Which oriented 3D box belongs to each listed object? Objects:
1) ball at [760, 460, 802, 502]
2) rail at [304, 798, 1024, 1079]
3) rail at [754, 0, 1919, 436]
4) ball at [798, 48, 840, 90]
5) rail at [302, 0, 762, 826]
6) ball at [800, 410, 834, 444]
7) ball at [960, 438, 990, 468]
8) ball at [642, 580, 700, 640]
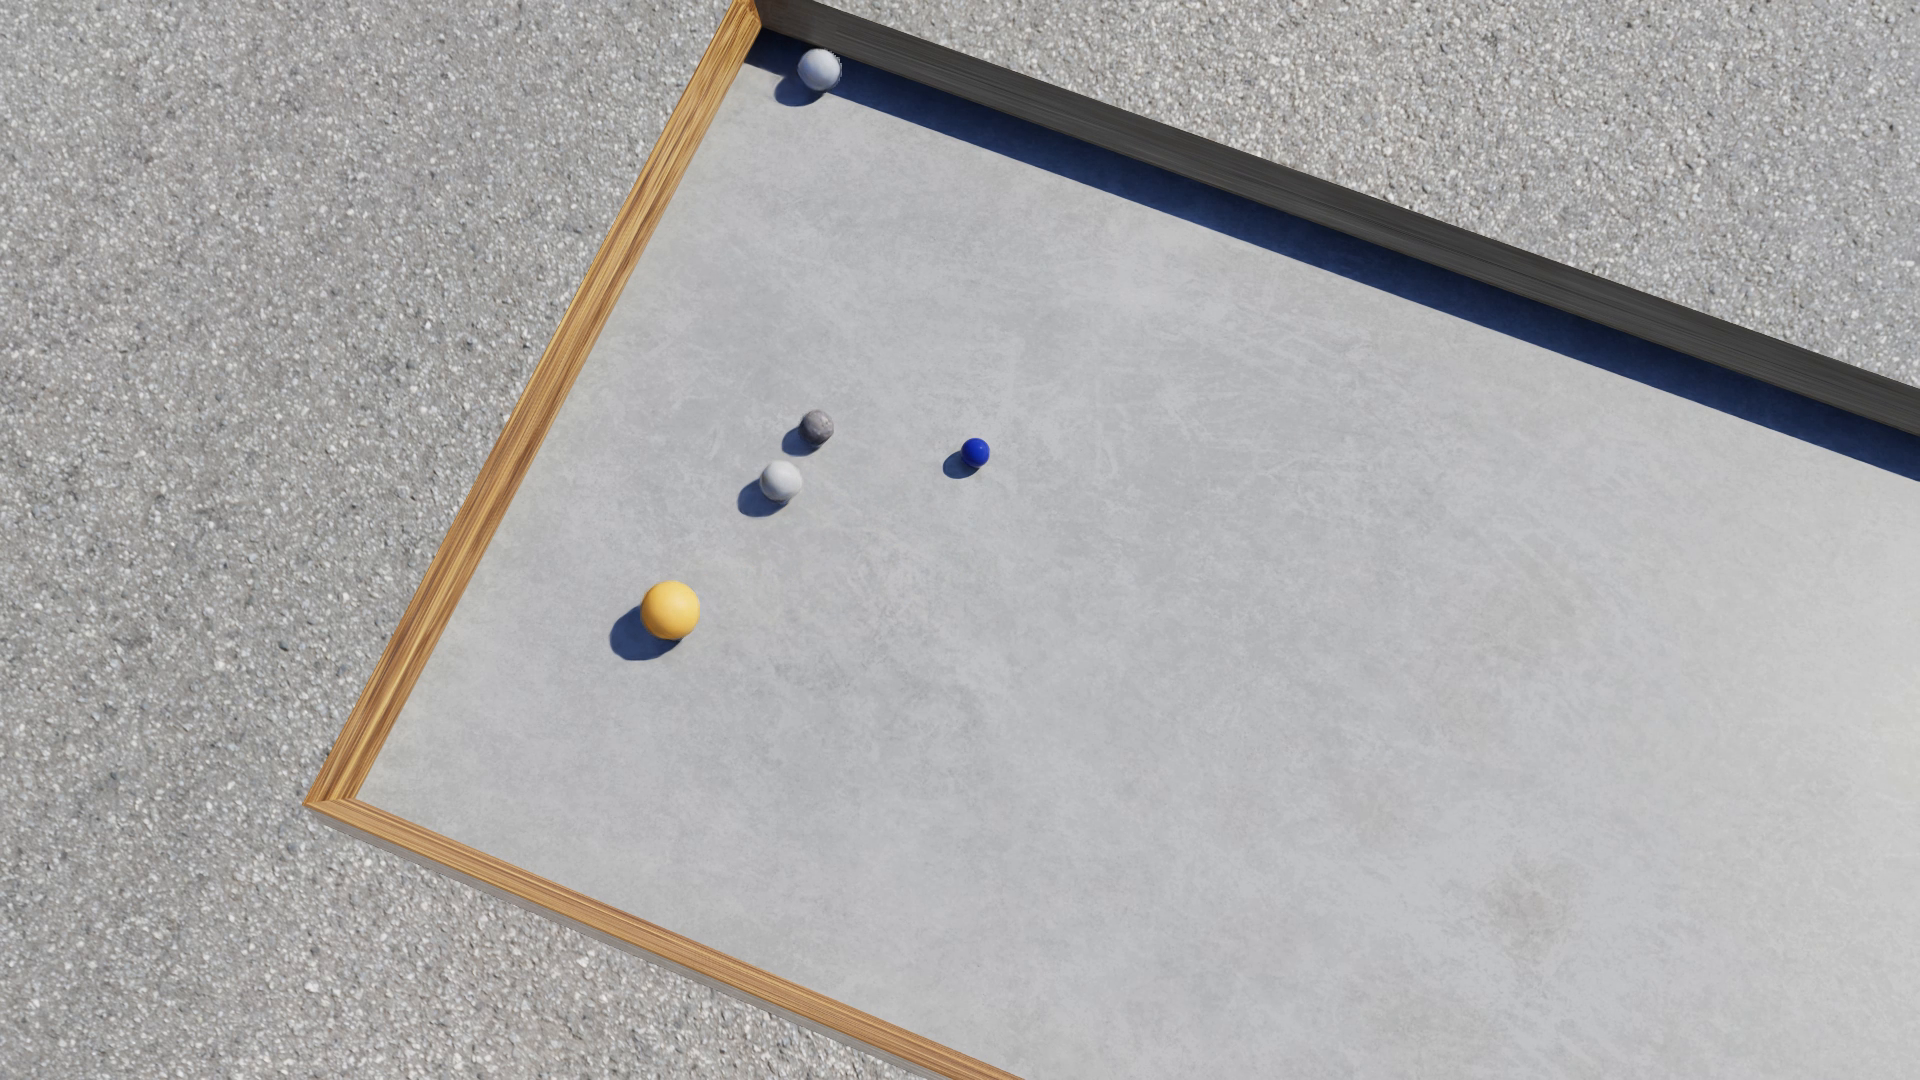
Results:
[{"bbox_3d":[-0.286,-0.094,3.512,0.067,0.067,0.067,0,69,0],"label":"ball"},{"bbox_3d":[0.376,0.903,3.092,2.887,0.119,0.045,21,70,8],"label":"rail"},{"bbox_3d":[0.958,-0.410,3.607,2.887,0.119,0.045,21,70,8],"label":"rail"},{"bbox_3d":[-0.243,-0.811,3.791,0.072,0.072,0.072,0,69,0],"label":"ball"},{"bbox_3d":[-0.645,-0.258,3.547,0.045,0.119,1.573,21,70,8],"label":"rail"},{"bbox_3d":[-0.231,-0.182,3.553,0.055,0.055,0.055,0,69,0],"label":"ball"},{"bbox_3d":[0.025,-0.141,3.540,0.049,0.049,0.049,0,69,0],"label":"ball"},{"bbox_3d":[-0.449,0.109,3.419,0.092,0.092,0.092,0,69,0],"label":"ball"}]
